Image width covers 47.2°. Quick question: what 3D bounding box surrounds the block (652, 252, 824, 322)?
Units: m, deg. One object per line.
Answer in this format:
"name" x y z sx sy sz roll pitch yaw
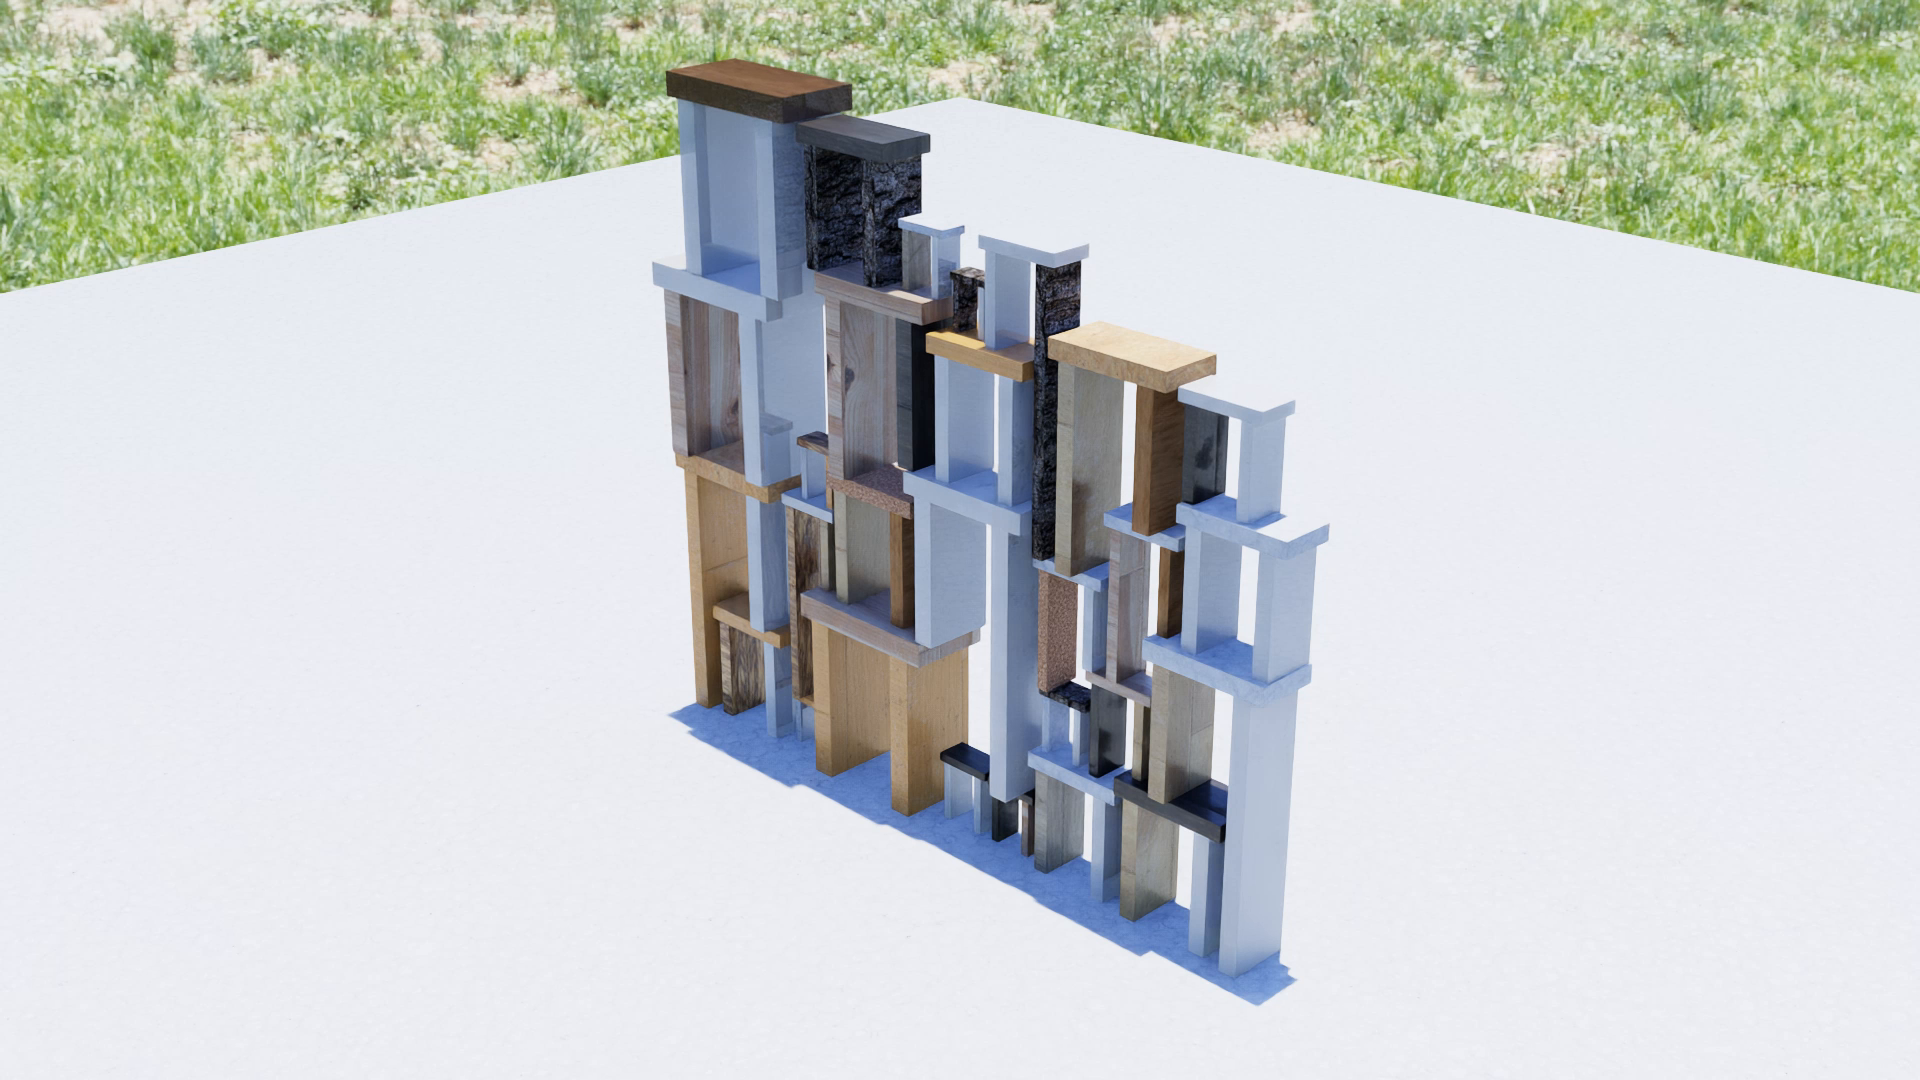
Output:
"block" -0.443 -0.525 4.475 0.359 0.051 0.180 22 32 40

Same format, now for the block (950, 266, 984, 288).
"block" 0.033 -0.476 3.994 0.049 0.014 0.098 -21 31 -40

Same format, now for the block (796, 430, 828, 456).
"block" -0.271 -0.193 4.439 0.112 0.016 0.056 21 31 41

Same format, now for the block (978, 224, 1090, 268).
"block" 0.129 -0.516 3.858 0.182 0.026 0.091 21 31 40

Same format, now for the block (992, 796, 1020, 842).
"block" 0.090 0.533 4.352 0.060 0.120 0.017 -21 31 -41

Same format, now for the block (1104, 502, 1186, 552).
"block" 0.343 -0.025 3.846 0.085 0.024 0.170 -21 31 -41

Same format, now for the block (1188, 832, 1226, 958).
"block" 0.471 0.620 3.982 0.035 0.248 0.124 21 31 41

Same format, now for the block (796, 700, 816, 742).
"block" -0.329 0.381 4.737 0.014 0.098 0.049 21 31 41

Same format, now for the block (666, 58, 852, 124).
"block" -0.392 -0.874 4.271 0.175 0.050 0.351 -22 32 -40

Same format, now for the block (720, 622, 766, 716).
"block" -0.472 0.266 4.849 0.111 0.222 0.031 -21 31 -41

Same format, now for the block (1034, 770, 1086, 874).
"block" 0.193 0.525 4.244 0.031 0.218 0.109 21 31 41

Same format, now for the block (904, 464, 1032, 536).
"block" 0.054 -0.089 4.122 0.153 0.043 0.305 -21 31 -40

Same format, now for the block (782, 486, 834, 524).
"block" -0.285 -0.076 4.499 0.156 0.022 0.078 21 31 41

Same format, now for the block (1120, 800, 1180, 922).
"block" 0.354 0.574 4.089 0.035 0.248 0.124 21 31 41

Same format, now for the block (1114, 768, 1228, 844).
"block" 0.413 0.467 3.980 0.248 0.035 0.124 21 31 41

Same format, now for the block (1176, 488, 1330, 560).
"block" 0.490 -0.029 3.686 0.232 0.033 0.116 21 31 41

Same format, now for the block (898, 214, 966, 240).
"block" -0.052 -0.576 4.031 0.058 0.016 0.116 -21 31 -41

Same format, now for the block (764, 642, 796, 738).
"block" -0.368 0.307 4.753 0.031 0.222 0.111 21 31 41

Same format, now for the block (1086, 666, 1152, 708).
"block" 0.312 0.258 4.000 0.156 0.022 0.078 21 31 41

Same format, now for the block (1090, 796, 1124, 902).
"block" 0.296 0.565 4.150 0.031 0.218 0.109 21 31 41

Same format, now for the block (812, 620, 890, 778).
"block" -0.224 0.306 4.596 0.049 0.346 0.173 21 31 41

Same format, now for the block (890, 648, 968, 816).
"block" -0.061 0.370 4.446 0.049 0.346 0.173 21 31 41

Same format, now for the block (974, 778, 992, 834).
"block" 0.056 0.518 4.379 0.018 0.125 0.063 21 31 41

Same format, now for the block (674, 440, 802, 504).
"block" -0.447 -0.157 4.648 0.304 0.043 0.152 22 32 40

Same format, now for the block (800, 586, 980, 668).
"block" -0.142 0.156 4.444 0.346 0.049 0.173 21 31 41

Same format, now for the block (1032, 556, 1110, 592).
"block" 0.221 0.049 4.010 0.166 0.023 0.083 21 31 41

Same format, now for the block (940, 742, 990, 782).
"block" 0.026 0.441 4.378 0.125 0.018 0.063 21 31 41

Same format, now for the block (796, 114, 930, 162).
"block" -0.182 -0.750 4.099 0.121 0.034 0.241 -21 31 -40

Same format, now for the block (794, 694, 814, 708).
"block" -0.306 0.339 4.693 0.049 0.014 0.098 -21 31 -41

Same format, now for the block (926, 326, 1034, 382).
"block" 0.067 -0.345 3.998 0.122 0.035 0.245 -21 31 -40

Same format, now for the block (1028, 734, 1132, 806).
"block" 0.245 0.431 4.148 0.218 0.031 0.109 21 31 41

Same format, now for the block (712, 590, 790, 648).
"block" -0.420 0.170 4.751 0.222 0.031 0.111 21 31 40

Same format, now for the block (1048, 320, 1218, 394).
"block" 0.294 -0.316 3.771 0.266 0.038 0.133 21 31 41

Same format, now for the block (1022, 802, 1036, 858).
"block" 0.147 0.555 4.300 0.017 0.120 0.060 21 31 41

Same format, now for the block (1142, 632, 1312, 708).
"block" 0.461 0.209 3.809 0.267 0.038 0.134 21 31 41

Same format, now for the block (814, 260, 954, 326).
"block" -0.122 -0.473 4.162 0.148 0.042 0.295 -21 31 -40

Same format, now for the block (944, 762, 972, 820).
"block" -0.003 0.495 4.433 0.018 0.125 0.063 21 31 41

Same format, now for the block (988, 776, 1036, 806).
"block" 0.118 0.481 4.300 0.060 0.017 0.120 -21 31 -40

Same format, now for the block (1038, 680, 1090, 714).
"block" 0.210 0.290 4.120 0.117 0.017 0.058 21 31 41

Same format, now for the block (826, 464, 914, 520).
"block" -0.139 -0.105 4.334 0.241 0.034 0.121 21 31 41

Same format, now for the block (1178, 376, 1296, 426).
"block" 0.457 -0.231 3.636 0.176 0.025 0.088 21 31 41
